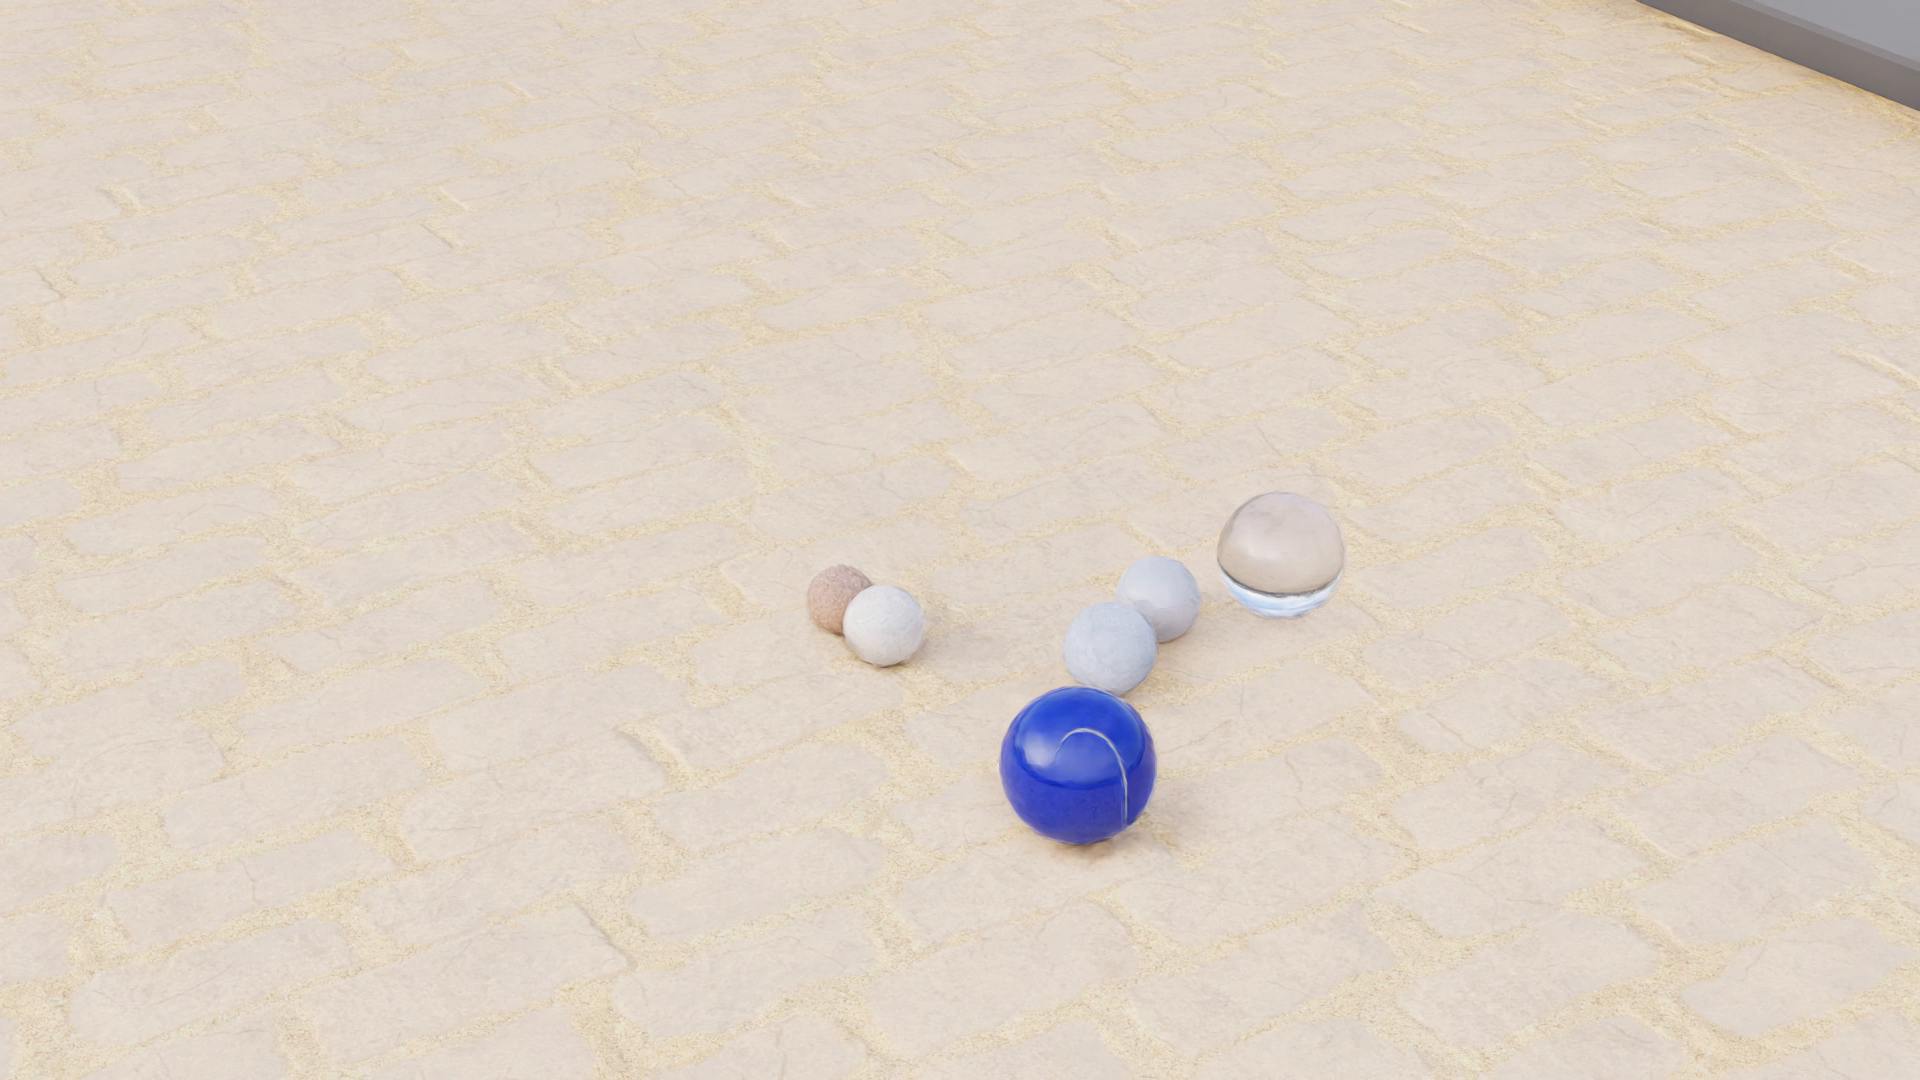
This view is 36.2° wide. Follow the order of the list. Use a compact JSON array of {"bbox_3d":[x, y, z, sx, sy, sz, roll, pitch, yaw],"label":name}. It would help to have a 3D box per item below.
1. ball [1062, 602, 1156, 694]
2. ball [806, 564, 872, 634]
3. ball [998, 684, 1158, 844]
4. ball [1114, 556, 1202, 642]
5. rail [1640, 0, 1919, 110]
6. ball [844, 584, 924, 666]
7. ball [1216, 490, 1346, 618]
[{"bbox_3d":[0.089,0.065,1.754,0.056,0.056,0.056,0,29,0],"label":"ball"},{"bbox_3d":[-0.073,0.037,1.820,0.043,0.043,0.043,0,29,0],"label":"ball"},{"bbox_3d":[0.065,0.123,1.614,0.087,0.087,0.087,0,29,0],"label":"ball"},{"bbox_3d":[0.122,0.036,1.809,0.053,0.053,0.053,0,29,0],"label":"ball"},{"bbox_3d":[0.409,-0.766,3.216,0.045,0.114,4.411,-16,33,-27],"label":"rail"},{"bbox_3d":[-0.046,0.052,1.785,0.049,0.049,0.049,0,29,0],"label":"ball"},{"bbox_3d":[0.200,0.009,1.831,0.080,0.080,0.080,0,29,0],"label":"ball"}]
